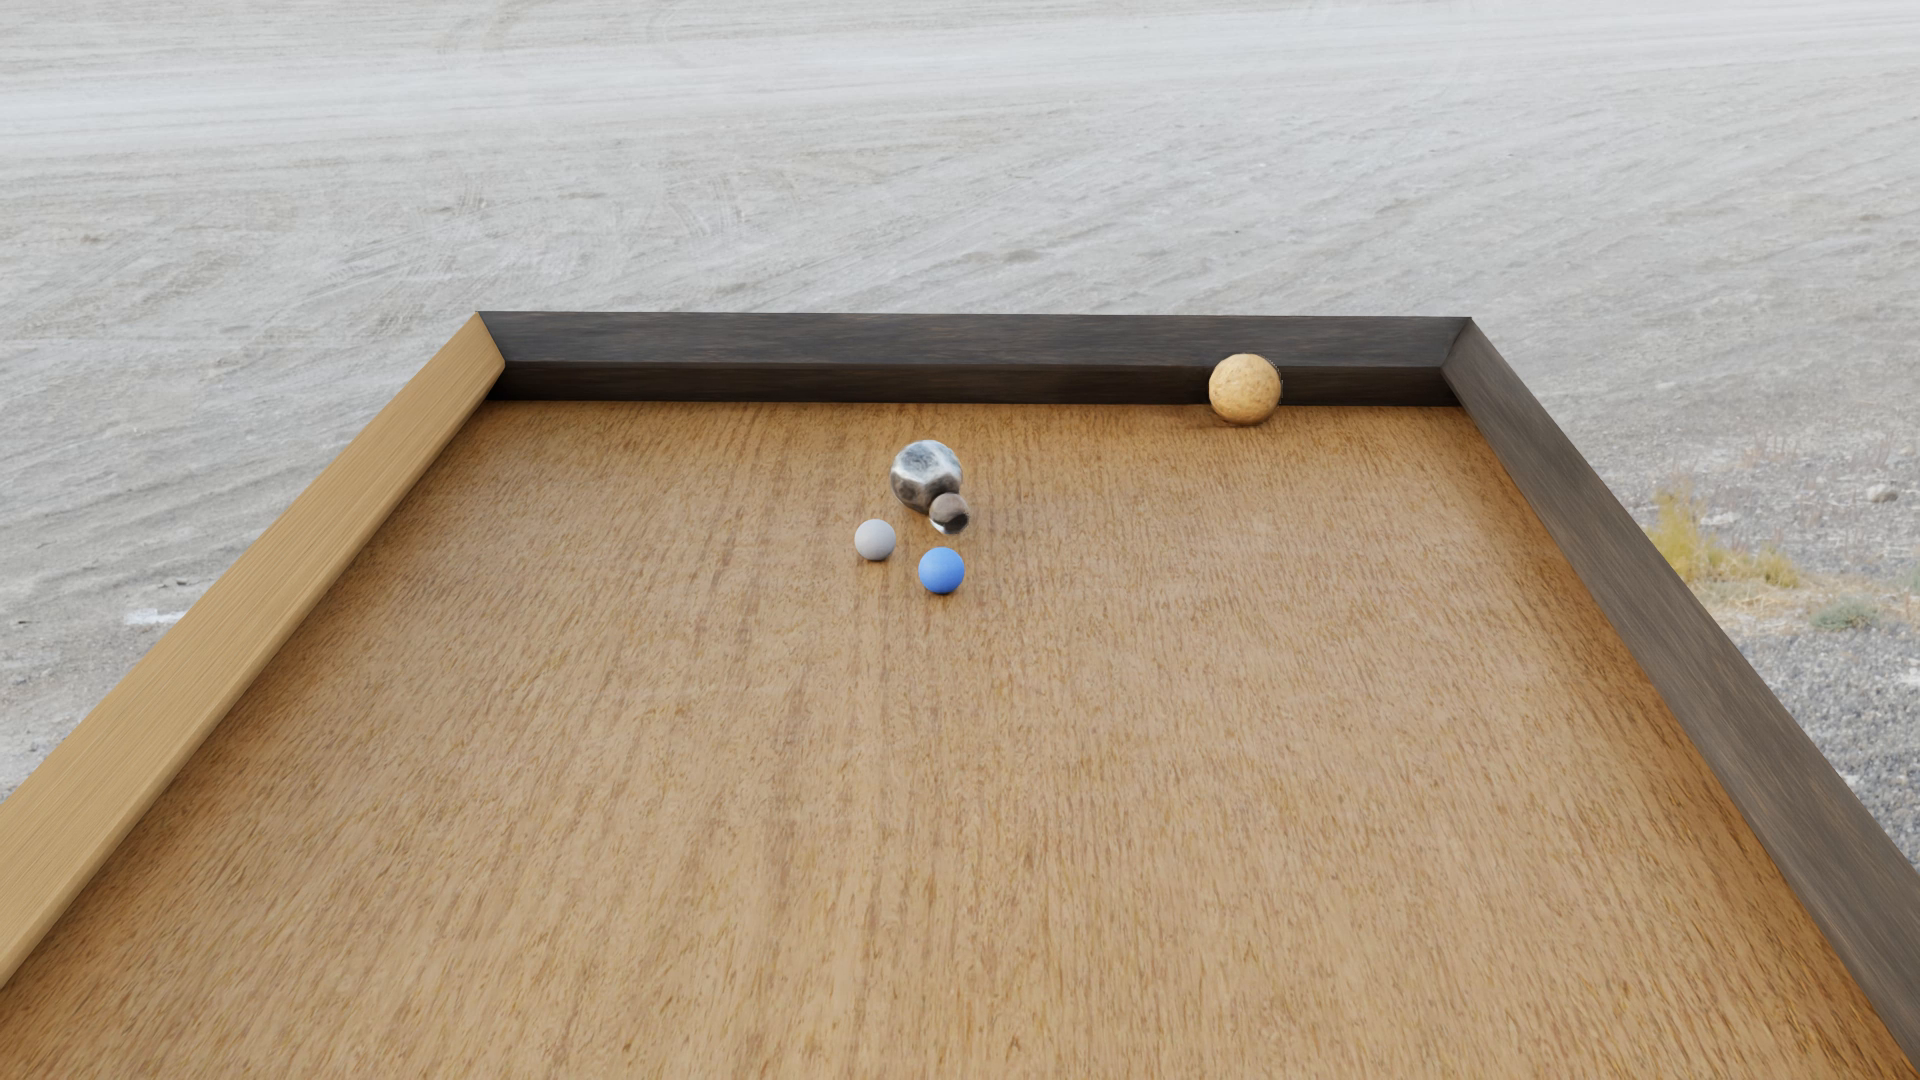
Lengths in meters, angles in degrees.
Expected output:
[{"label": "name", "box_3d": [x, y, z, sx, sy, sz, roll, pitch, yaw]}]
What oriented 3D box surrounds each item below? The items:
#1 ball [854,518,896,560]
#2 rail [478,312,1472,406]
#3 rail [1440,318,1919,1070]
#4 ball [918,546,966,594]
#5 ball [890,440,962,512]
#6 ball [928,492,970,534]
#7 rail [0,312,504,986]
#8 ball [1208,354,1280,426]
[{"label": "ball", "box_3d": [-0.094, 0.000, 2.441, 0.046, 0.046, 0.046, 0, 20, 0]}, {"label": "rail", "box_3d": [0.015, -0.241, 2.994, 1.357, 0.125, 0.045, 0, 20, 1]}, {"label": "rail", "box_3d": [0.639, 0.189, 1.794, 0.045, 0.125, 2.566, 0, 20, 1]}, {"label": "ball", "box_3d": [-0.020, 0.032, 2.345, 0.050, 0.050, 0.050, 0, 20, 0]}, {"label": "ball", "box_3d": [-0.039, -0.075, 2.592, 0.086, 0.086, 0.086, 0, 20, 0]}, {"label": "ball", "box_3d": [-0.012, -0.031, 2.526, 0.047, 0.047, 0.047, 0, 20, 0]}, {"label": "rail", "box_3d": [-0.670, 0.178, 1.824, 0.045, 0.125, 2.566, 0, 20, 1]}, {"label": "ball", "box_3d": [0.378, -0.201, 2.926, 0.096, 0.096, 0.096, 0, 20, 0]}]
